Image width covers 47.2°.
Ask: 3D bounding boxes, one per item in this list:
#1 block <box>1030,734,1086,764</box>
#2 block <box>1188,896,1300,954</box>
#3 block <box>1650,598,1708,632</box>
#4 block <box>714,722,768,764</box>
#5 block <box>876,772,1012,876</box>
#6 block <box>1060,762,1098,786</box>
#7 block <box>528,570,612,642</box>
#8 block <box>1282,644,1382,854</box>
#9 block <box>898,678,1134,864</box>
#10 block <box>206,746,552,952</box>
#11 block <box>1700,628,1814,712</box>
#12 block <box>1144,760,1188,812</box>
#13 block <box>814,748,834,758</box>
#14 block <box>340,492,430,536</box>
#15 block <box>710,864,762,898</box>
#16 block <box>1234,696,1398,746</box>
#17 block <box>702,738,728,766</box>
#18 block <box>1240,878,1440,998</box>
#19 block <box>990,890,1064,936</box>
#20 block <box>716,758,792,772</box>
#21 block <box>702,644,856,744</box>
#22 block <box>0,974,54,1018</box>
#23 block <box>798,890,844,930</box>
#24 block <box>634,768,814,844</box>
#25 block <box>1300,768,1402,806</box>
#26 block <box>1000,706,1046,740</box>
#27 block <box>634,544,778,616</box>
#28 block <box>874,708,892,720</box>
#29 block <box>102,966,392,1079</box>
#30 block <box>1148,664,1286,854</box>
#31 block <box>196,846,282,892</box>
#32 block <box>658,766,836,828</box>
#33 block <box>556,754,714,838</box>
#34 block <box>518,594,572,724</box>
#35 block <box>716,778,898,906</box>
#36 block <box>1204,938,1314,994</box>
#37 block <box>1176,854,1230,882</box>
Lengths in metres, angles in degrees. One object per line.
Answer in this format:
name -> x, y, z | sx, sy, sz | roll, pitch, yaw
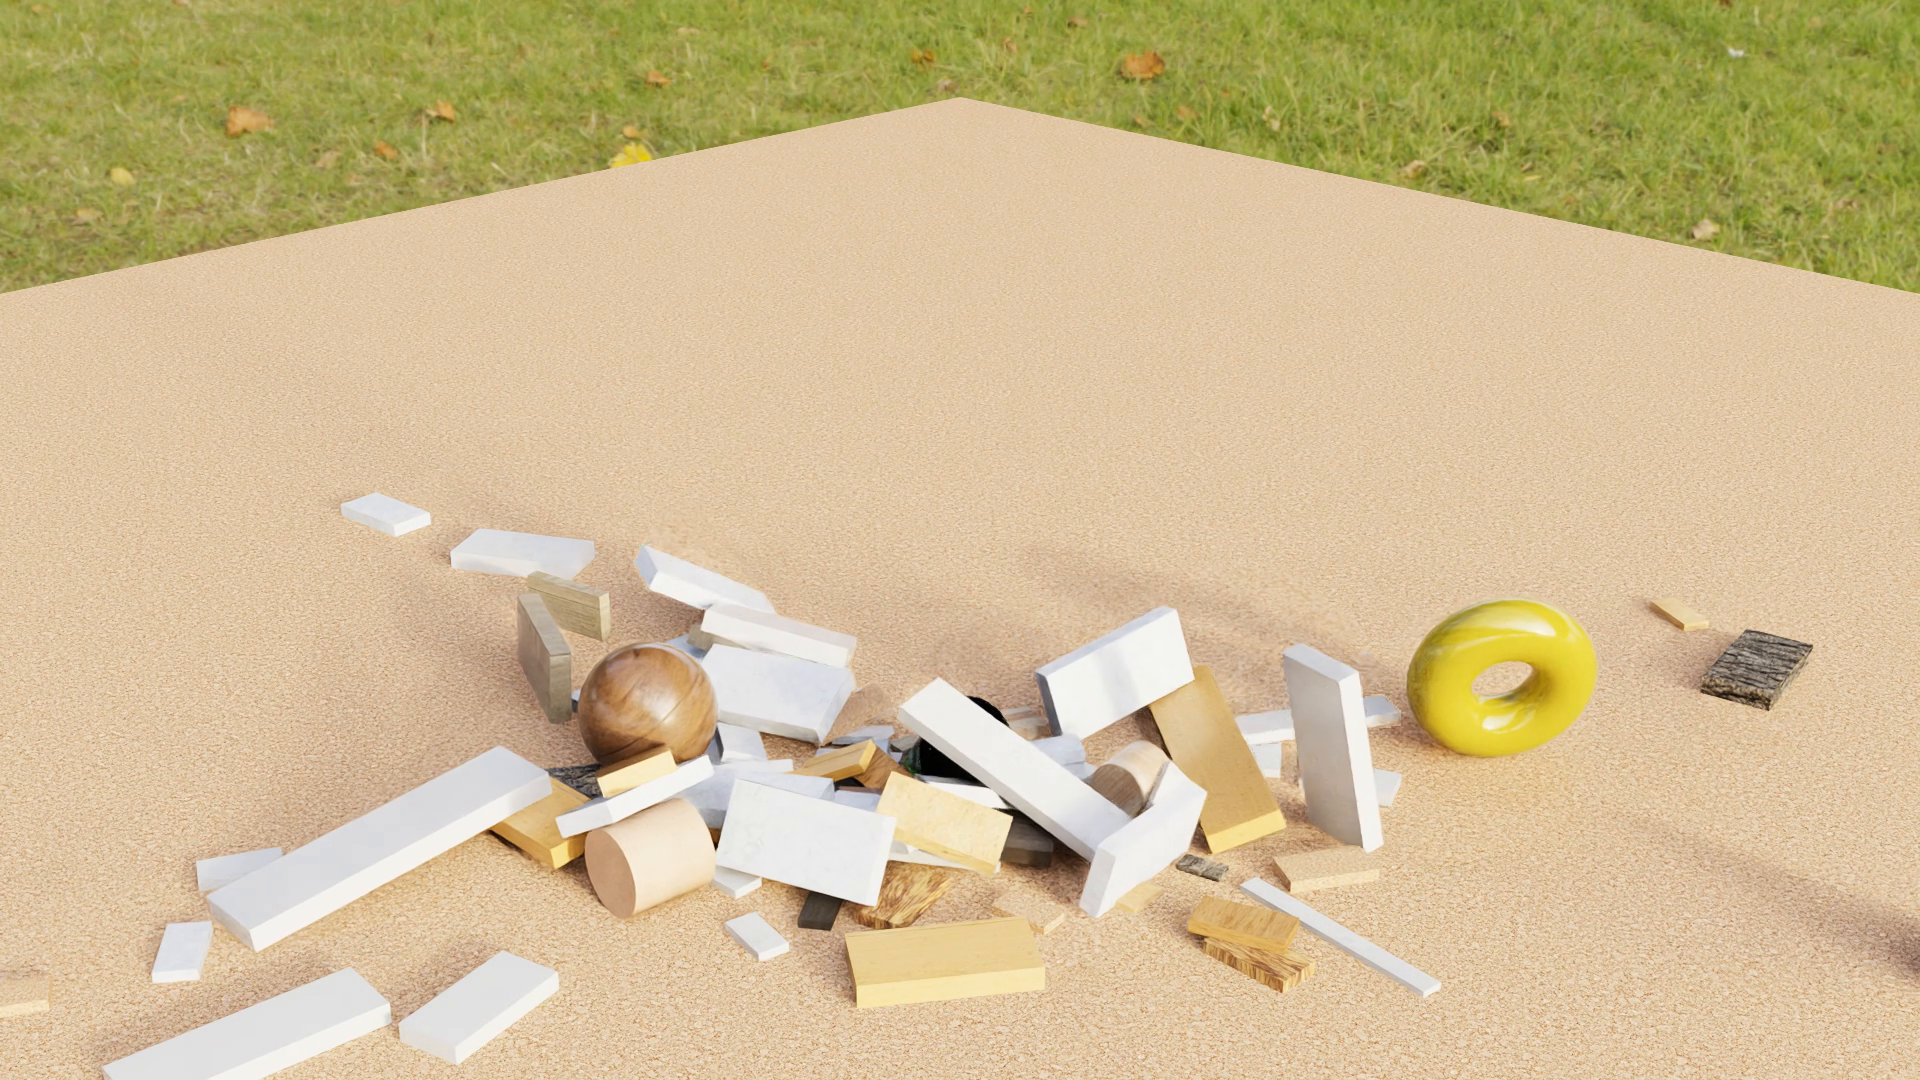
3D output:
block -> 0.162, 0.450, 4.618 | 0.190, 0.027, 0.095 | -10, 16, -4
block -> 0.517, 0.701, 4.010 | 0.182, 0.026, 0.091 | 10, 25, 23
block -> 1.738, 0.180, 5.312 | 0.067, 0.019, 0.140 | -7, 24, -16
block -> -0.463, 0.433, 4.629 | 0.093, 0.026, 0.186 | 13, 10, -14
block -> -0.035, 0.539, 4.181 | 0.249, 0.035, 0.125 | 21, 44, 1
block -> 0.200, 0.502, 4.544 | 0.091, 0.026, 0.182 | 19, 29, 37
block -> -0.932, 0.157, 5.244 | 0.230, 0.115, 0.033 | 15, 27, 31
block -> 0.725, 0.407, 4.276 | 0.047, 0.402, 0.167 | -26, 29, -24
block -> 0.119, 0.457, 4.309 | 0.532, 0.035, 0.125 | 35, 44, 22
block -> -1.104, 0.581, 4.222 | 0.650, 0.049, 0.173 | -28, 33, -36
block -> 1.819, 0.293, 5.014 | 0.153, 0.043, 0.307 | 16, 28, 33
block -> 0.417, 0.515, 4.411 | 0.019, 0.067, 0.134 | -26, 25, 43
block -> -0.283, 0.470, 4.634 | 0.050, 0.014, 0.101 | 3, 23, 7
block -> -1.537, -0.069, 5.882 | 0.230, 0.033, 0.115 | 18, 29, 36
block -> -0.449, 0.644, 4.218 | 0.131, 0.018, 0.065 | 20, 30, 39
block -> 0.749, 0.391, 4.739 | 0.378, 0.026, 0.091 | -7, 22, -11
block -> -0.499, 0.467, 4.627 | 0.093, 0.026, 0.186 | -17, 28, -35
block -> 0.691, 0.725, 4.036 | 0.045, 0.013, 0.451 | -17, 29, -35
block -> 0.125, 0.695, 4.100 | 0.125, 0.018, 0.063 | 17, 28, 35
block -> -0.433, 0.492, 4.524 | 0.180, 0.065, 0.018 | -4, -19, -9
block -> -0.420, 0.331, 4.772 | 0.346, 0.049, 0.173 | 9, 48, 25
block -> -1.673, 0.803, 3.841 | 0.158, 0.022, 0.079 | -7, 24, -15
block -> -0.259, 0.687, 4.118 | 0.063, 0.018, 0.125 | 4, 23, 9
block -> -0.481, 0.544, 4.390 | 0.403, 0.044, 0.154 | -9, 24, -11
block -> 0.808, 0.499, 4.551 | 0.190, 0.027, 0.095 | 9, 25, 21
block -> 0.081, 0.409, 4.763 | 0.190, 0.027, 0.095 | -9, 25, -21
block -> -0.597, 0.120, 5.209 | 0.334, 0.047, 0.167 | 24, 12, -28
block -> -0.204, 0.370, 4.870 | 0.101, 0.014, 0.050 | 16, 28, 34
block -> -1.196, 0.850, 3.706 | 0.443, 0.041, 0.145 | -19, 29, -37
block -> 0.520, 0.445, 4.593 | 0.153, 0.043, 0.652 | -21, 24, 2
block -> -1.386, 0.634, 4.239 | 0.157, 0.022, 0.079 | -8, 24, -19
block -> -0.419, 0.513, 4.336 | 0.309, 0.044, 0.154 | 3, 25, 18
block -> -0.619, 0.489, 4.206 | 0.145, 0.041, 0.291 | -20, 1, 36
block -> -0.932, 0.262, 4.927 | 0.047, 0.167, 0.334 | -5, 23, -22
block -> -0.293, 0.568, 4.150 | 0.334, 0.167, 0.047 | 10, -8, 27
block -> 0.538, 0.750, 3.959 | 0.091, 0.026, 0.182 | -21, 31, -40
block -> 0.469, 0.634, 4.250 | 0.091, 0.013, 0.045 | 14, 26, 29
